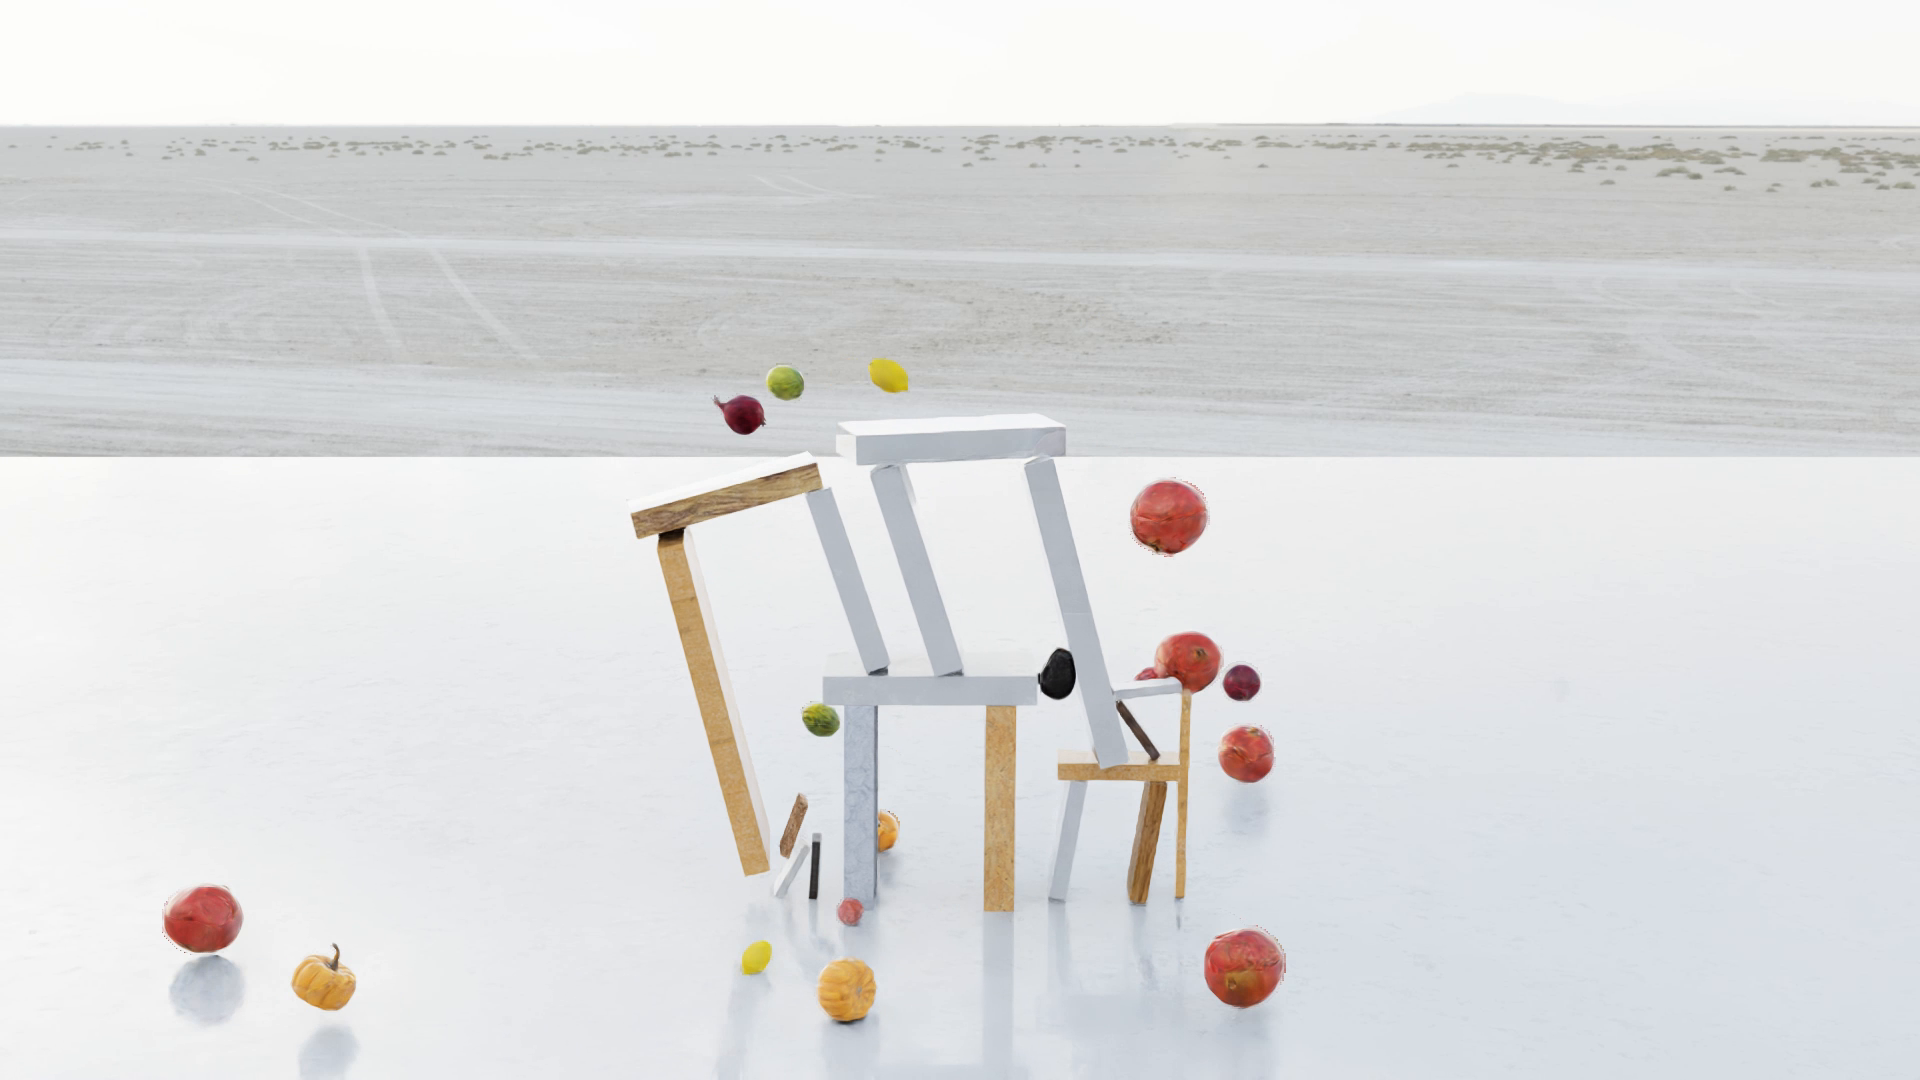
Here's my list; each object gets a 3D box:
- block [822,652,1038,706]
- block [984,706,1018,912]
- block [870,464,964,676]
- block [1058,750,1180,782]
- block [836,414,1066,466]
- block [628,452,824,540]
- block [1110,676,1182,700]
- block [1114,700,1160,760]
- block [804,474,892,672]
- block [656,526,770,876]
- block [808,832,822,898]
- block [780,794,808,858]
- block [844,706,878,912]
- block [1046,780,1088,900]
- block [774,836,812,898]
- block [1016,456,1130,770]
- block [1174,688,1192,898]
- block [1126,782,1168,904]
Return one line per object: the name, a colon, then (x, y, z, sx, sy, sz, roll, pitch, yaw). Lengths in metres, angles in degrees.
block: (-0.048, 0.226, 3.607, 0.344, 0.049, 0.172, 0, 10, 0)
block: (0.065, 0.421, 3.638, 0.049, 0.344, 0.172, 1, 11, 0)
block: (-0.068, 0.036, 3.566, 0.049, 0.343, 0.171, -17, 10, 3)
block: (0.261, 0.373, 3.641, 0.200, 0.028, 0.100, 1, 7, 2)
block: (-0.016, -0.164, 3.564, 0.343, 0.049, 0.171, -3, 11, -13)
block: (-0.379, -0.073, 3.539, 0.304, 0.043, 0.152, -16, 10, -7)
block: (0.306, 0.245, 3.636, 0.113, 0.016, 0.057, -6, 7, -5)
block: (0.291, 0.309, 3.630, 0.016, 0.113, 0.057, -35, 6, 4)
block: (-0.186, 0.052, 3.574, 0.043, 0.304, 0.152, -19, 11, -3)
block: (-0.401, 0.258, 3.613, 0.043, 0.585, 0.152, -13, 19, 0)
block: (-0.241, 0.542, 3.658, 0.014, 0.098, 0.049, 4, 10, -2)
block: (-0.278, 0.478, 3.676, 0.014, 0.098, 0.049, 18, 10, -13)
block: (-0.164, 0.420, 3.639, 0.049, 0.344, 0.172, 1, 11, 0)
block: (0.177, 0.487, 3.658, 0.028, 0.200, 0.100, 10, 7, -2)
block: (-0.279, 0.544, 3.662, 0.014, 0.098, 0.049, 29, 4, -12)
block: (0.184, 0.110, 3.603, 0.049, 0.507, 0.171, -15, 8, -1)
block: (0.368, 0.420, 3.645, 0.016, 0.342, 0.057, 1, 8, 2)
block: (0.309, 0.490, 3.645, 0.028, 0.200, 0.100, 10, 8, 0)
